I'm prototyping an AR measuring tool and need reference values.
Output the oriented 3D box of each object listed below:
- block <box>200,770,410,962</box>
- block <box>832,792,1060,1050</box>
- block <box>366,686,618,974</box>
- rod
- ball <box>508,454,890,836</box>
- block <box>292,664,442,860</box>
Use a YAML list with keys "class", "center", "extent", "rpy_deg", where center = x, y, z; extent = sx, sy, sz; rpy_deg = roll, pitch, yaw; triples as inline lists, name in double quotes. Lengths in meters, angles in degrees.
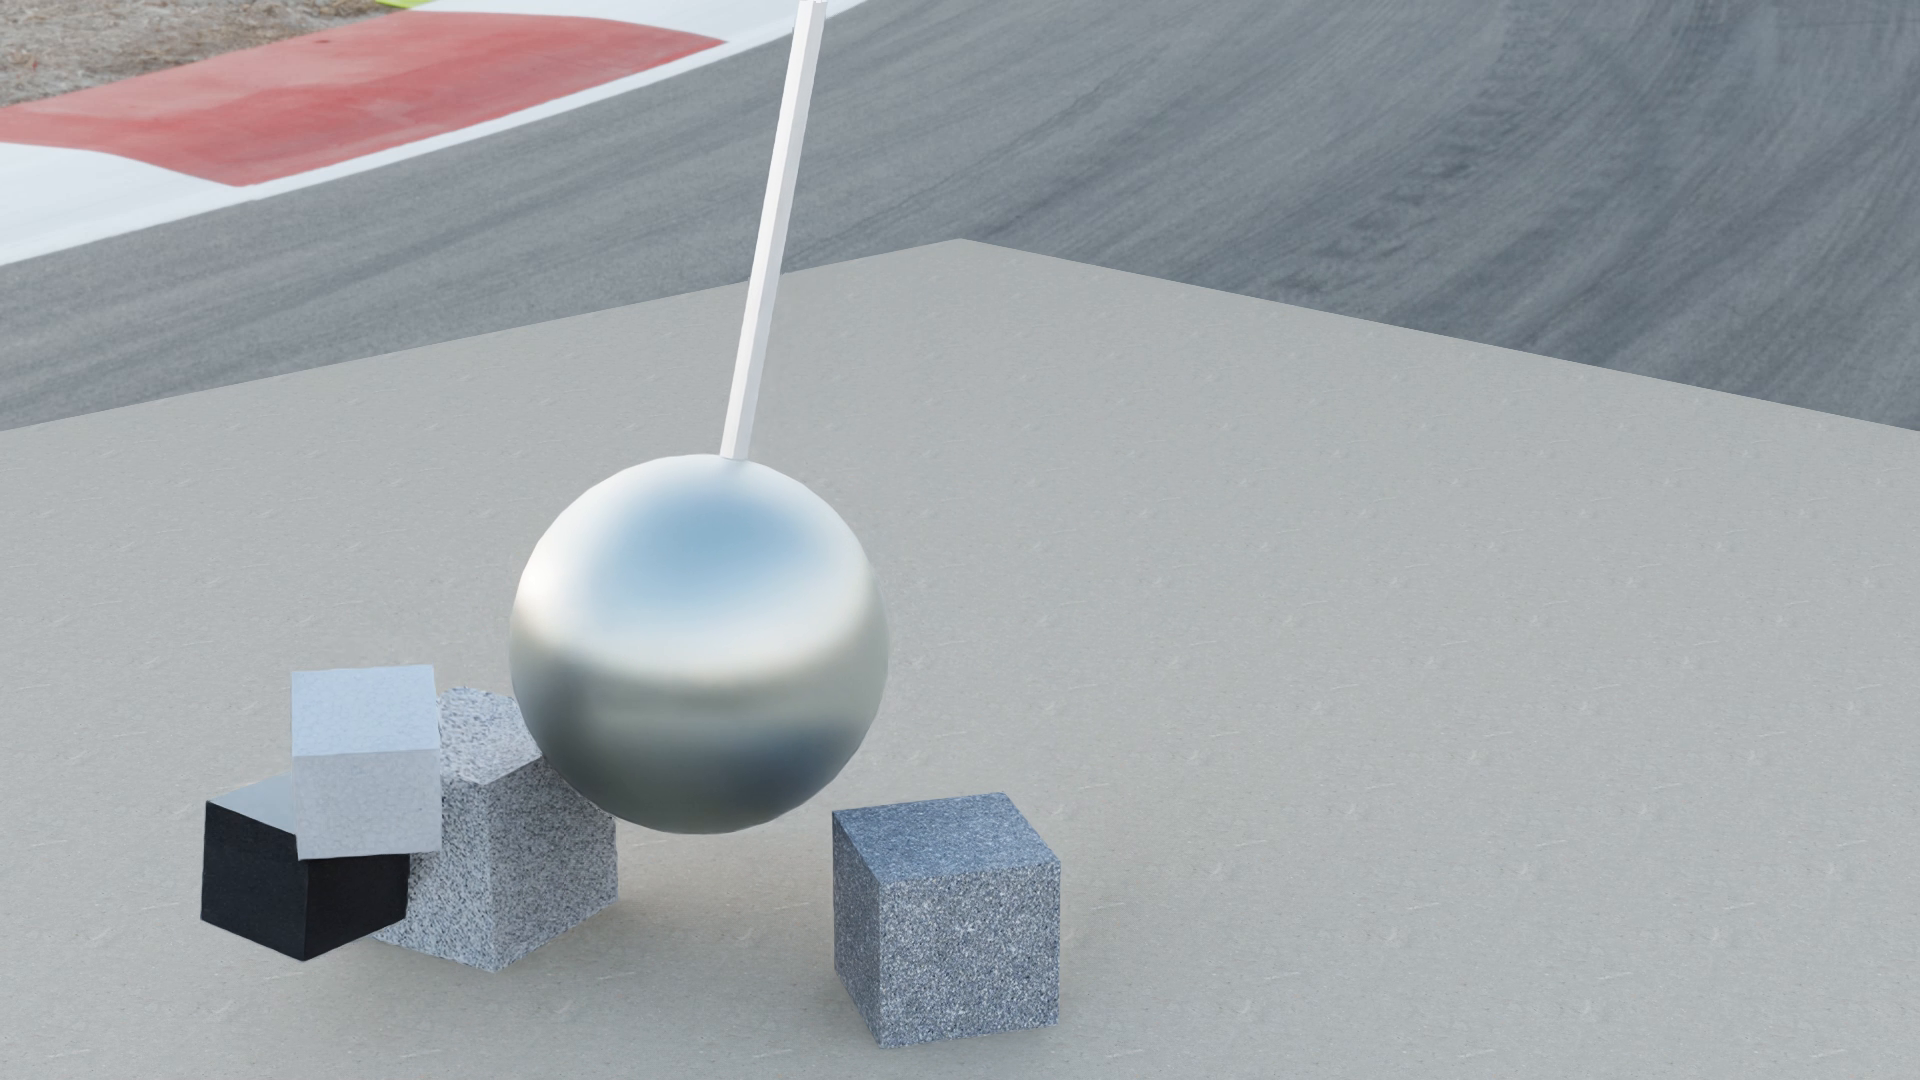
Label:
- class: "block"
  center: [-2.672, 1.311, 12.012]
  extent: [0.565, 0.524, 0.608]
  rpy_deg: [16, 19, 28]
- class: "block"
  center: [-0.066, 1.563, 12.151]
  extent: [0.754, 0.731, 0.768]
  rpy_deg: [-5, 18, -16]
- class: "block"
  center: [-2.131, 1.254, 12.914]
  extent: [0.865, 0.863, 0.878]
  rpy_deg: [10, 20, 29]
- class: "rod"
  center: [-0.474, -2.880, 11.940]
  extent: [0.080, 5.200, 0.080]
  rpy_deg: [17, 9, 42]
- class: "ball"
  center: [-1.093, 0.440, 12.334]
  extent: [1.600, 1.600, 1.600]
  rpy_deg: [0, 17, 0]
- class: "block"
  center: [-2.312, 0.861, 11.421]
  extent: [0.546, 0.496, 0.553]
  rpy_deg: [-2, 33, -12]
